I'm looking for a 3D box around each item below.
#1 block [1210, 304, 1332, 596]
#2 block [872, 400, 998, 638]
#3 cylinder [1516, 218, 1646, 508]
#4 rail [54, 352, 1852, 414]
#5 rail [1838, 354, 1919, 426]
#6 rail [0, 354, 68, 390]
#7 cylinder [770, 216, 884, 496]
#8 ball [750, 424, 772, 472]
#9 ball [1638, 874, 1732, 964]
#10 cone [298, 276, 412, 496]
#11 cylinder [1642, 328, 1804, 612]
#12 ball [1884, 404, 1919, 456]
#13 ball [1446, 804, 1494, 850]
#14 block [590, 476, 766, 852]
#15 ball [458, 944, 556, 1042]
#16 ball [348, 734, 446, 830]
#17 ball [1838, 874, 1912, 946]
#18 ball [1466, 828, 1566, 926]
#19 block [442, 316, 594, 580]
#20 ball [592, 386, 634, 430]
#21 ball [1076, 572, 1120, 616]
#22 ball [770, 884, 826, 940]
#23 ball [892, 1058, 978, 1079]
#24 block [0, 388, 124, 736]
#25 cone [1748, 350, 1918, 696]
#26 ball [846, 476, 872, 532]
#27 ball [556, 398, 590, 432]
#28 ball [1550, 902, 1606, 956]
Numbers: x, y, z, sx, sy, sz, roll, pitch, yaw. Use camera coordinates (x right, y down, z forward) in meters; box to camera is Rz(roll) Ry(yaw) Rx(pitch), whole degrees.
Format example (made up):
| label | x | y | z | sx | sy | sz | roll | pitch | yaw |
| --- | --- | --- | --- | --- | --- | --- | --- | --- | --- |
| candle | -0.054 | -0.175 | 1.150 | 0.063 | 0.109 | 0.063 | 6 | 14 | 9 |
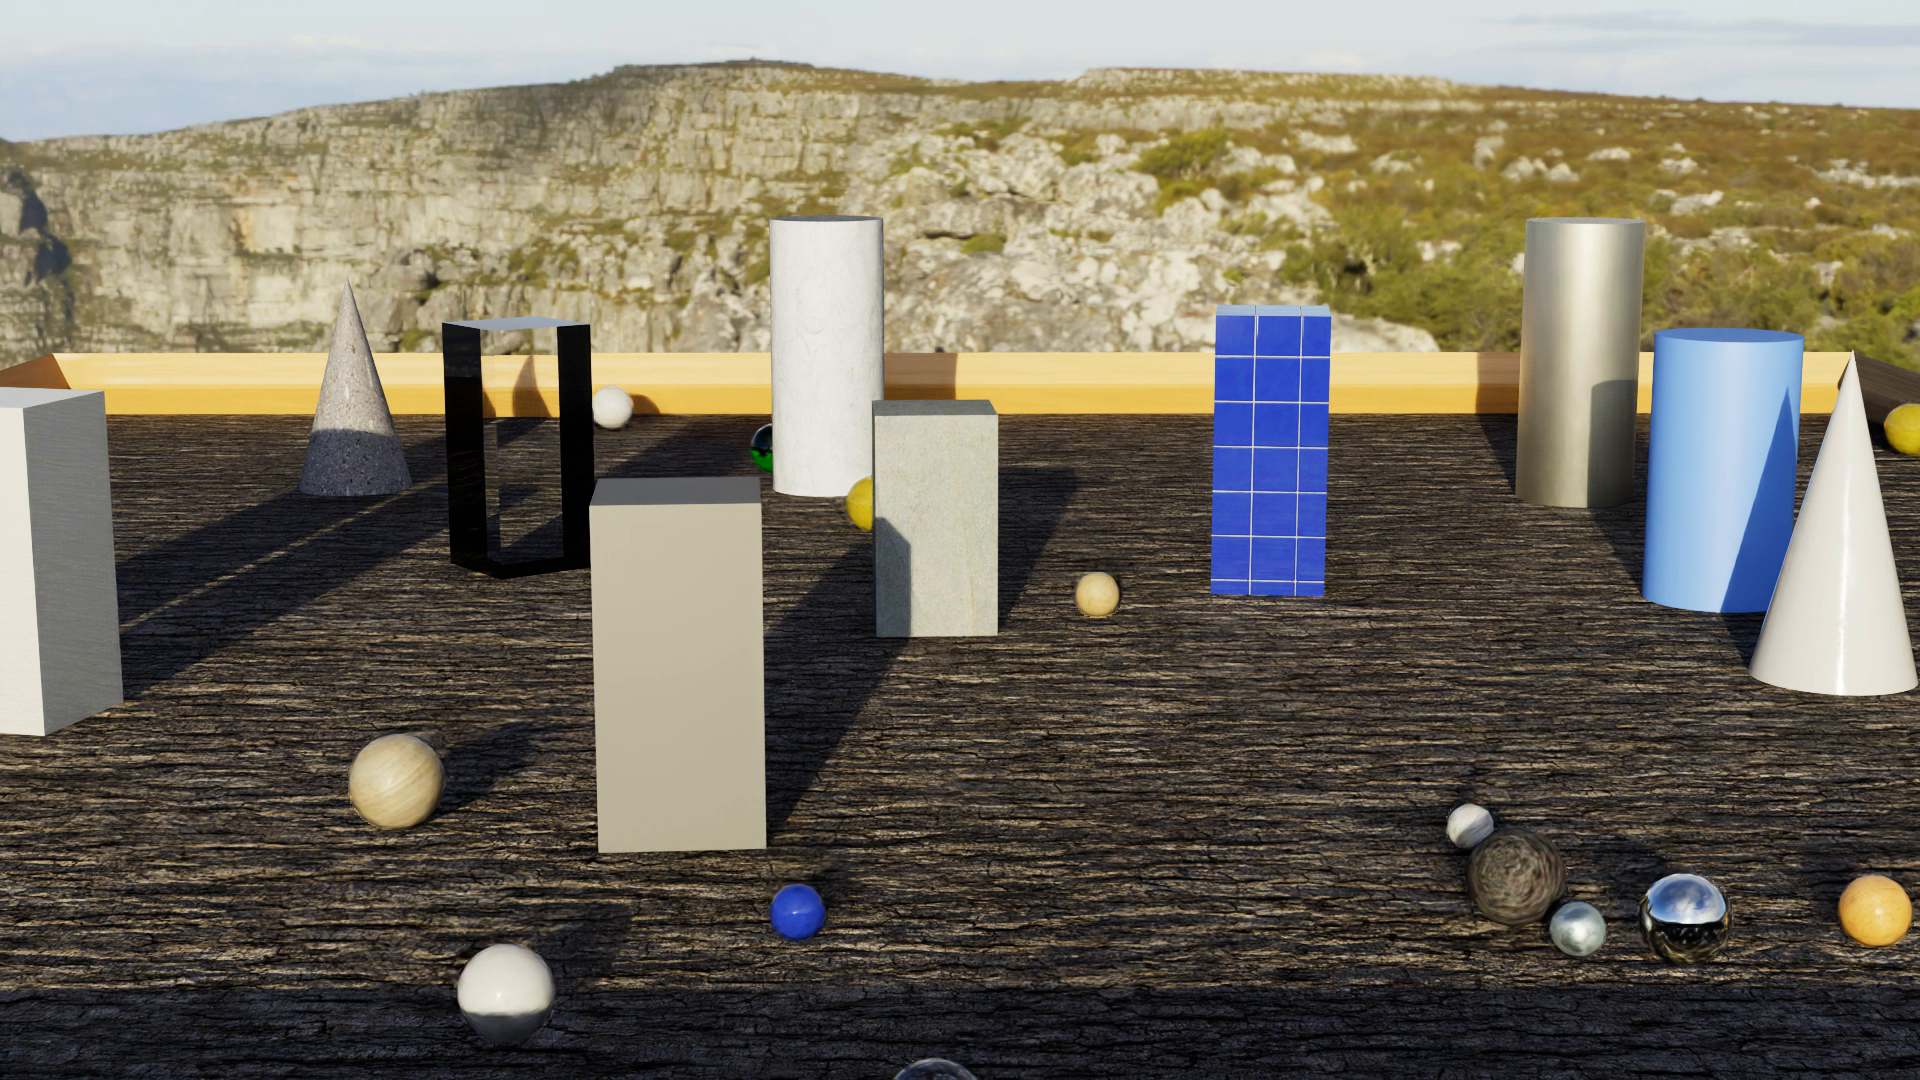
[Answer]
| label | x | y | z | sx | sy | sz | roll | pitch | yaw |
| --- | --- | --- | --- | --- | --- | --- | --- | --- | --- |
| block | 0.436 | -0.128 | 3.606 | 0.156 | 0.389 | 0.156 | 1 | 11 | 6 |
| block | -0.034 | -0.031 | 3.360 | 0.156 | 0.287 | 0.156 | -1 | 11 | -3 |
| cylinder | 1.044 | -0.303 | 4.325 | 0.195 | 0.469 | 0.195 | 0 | 11 | 0 |
| rail | -0.011 | -0.326 | 5.385 | 3.789 | 0.127 | 0.045 | 0 | 11 | 0 |
| rail | 1.871 | 0.031 | 3.460 | 0.045 | 0.127 | 3.986 | 0 | 11 | 0 |
| rail | -1.871 | 0.035 | 3.438 | 0.045 | 0.127 | 3.986 | 0 | 11 | 0 |
| cylinder | -0.229 | -0.321 | 4.430 | 0.195 | 0.466 | 0.195 | 0 | 11 | 0 |
| ball | -0.333 | -0.166 | 4.627 | 0.089 | 0.089 | 0.089 | 0 | 11 | 0 |
| ball | 0.593 | 0.310 | 2.102 | 0.074 | 0.074 | 0.074 | 0 | 11 | 0 |
| cone | -1.055 | -0.275 | 4.446 | 0.195 | 0.370 | 0.195 | 0 | 11 | 0 |
| cylinder | 1.044 | -0.099 | 3.515 | 0.195 | 0.364 | 0.195 | 0 | 11 | 0 |
| ball | 1.793 | -0.209 | 4.838 | 0.098 | 0.098 | 0.098 | 0 | 11 | 0 |
| ball | 0.479 | 0.269 | 2.406 | 0.044 | 0.044 | 0.044 | 0 | 11 | 0 |
| block | -0.267 | 0.115 | 2.453 | 0.156 | 0.329 | 0.156 | -1 | 11 | -5 |
| ball | -0.343 | 0.341 | 1.938 | 0.073 | 0.073 | 0.073 | 0 | 11 | 0 |
| ball | -0.542 | 0.233 | 2.473 | 0.092 | 0.092 | 0.092 | 0 | 11 | 0 |
| ball | 0.765 | 0.310 | 2.146 | 0.059 | 0.059 | 0.059 | 0 | 11 | 0 |
| ball | 0.475 | 0.288 | 2.195 | 0.084 | 0.084 | 0.084 | 0 | 11 | 0 |
| block | -0.643 | -0.139 | 3.748 | 0.156 | 0.357 | 0.156 | -8 | 13 | -38 |
| ball | -0.704 | -0.268 | 5.183 | 0.087 | 0.087 | 0.087 | 0 | 11 | 0 |
| ball | 0.183 | 0.073 | 3.423 | 0.060 | 0.060 | 0.060 | 0 | 11 | 0 |
| ball | -0.137 | 0.313 | 2.163 | 0.047 | 0.047 | 0.047 | 0 | 11 | 0 |
| ball | -0.017 | 0.383 | 1.709 | 0.075 | 0.075 | 0.075 | 0 | 11 | 0 |
| block | -1.062 | 0.020 | 2.879 | 0.156 | 0.363 | 0.156 | 3 | 11 | 14 |
| cone | 1.052 | -0.030 | 3.059 | 0.195 | 0.395 | 0.195 | 0 | 11 | 0 |
| ball | -0.135 | -0.058 | 4.044 | 0.089 | 0.089 | 0.089 | 0 | 11 | 0 |
| ball | -0.776 | -0.249 | 5.134 | 0.068 | 0.068 | 0.068 | 0 | 11 | 0 |
| ball | 0.511 | 0.322 | 2.121 | 0.045 | 0.045 | 0.045 | 0 | 11 | 0 |
